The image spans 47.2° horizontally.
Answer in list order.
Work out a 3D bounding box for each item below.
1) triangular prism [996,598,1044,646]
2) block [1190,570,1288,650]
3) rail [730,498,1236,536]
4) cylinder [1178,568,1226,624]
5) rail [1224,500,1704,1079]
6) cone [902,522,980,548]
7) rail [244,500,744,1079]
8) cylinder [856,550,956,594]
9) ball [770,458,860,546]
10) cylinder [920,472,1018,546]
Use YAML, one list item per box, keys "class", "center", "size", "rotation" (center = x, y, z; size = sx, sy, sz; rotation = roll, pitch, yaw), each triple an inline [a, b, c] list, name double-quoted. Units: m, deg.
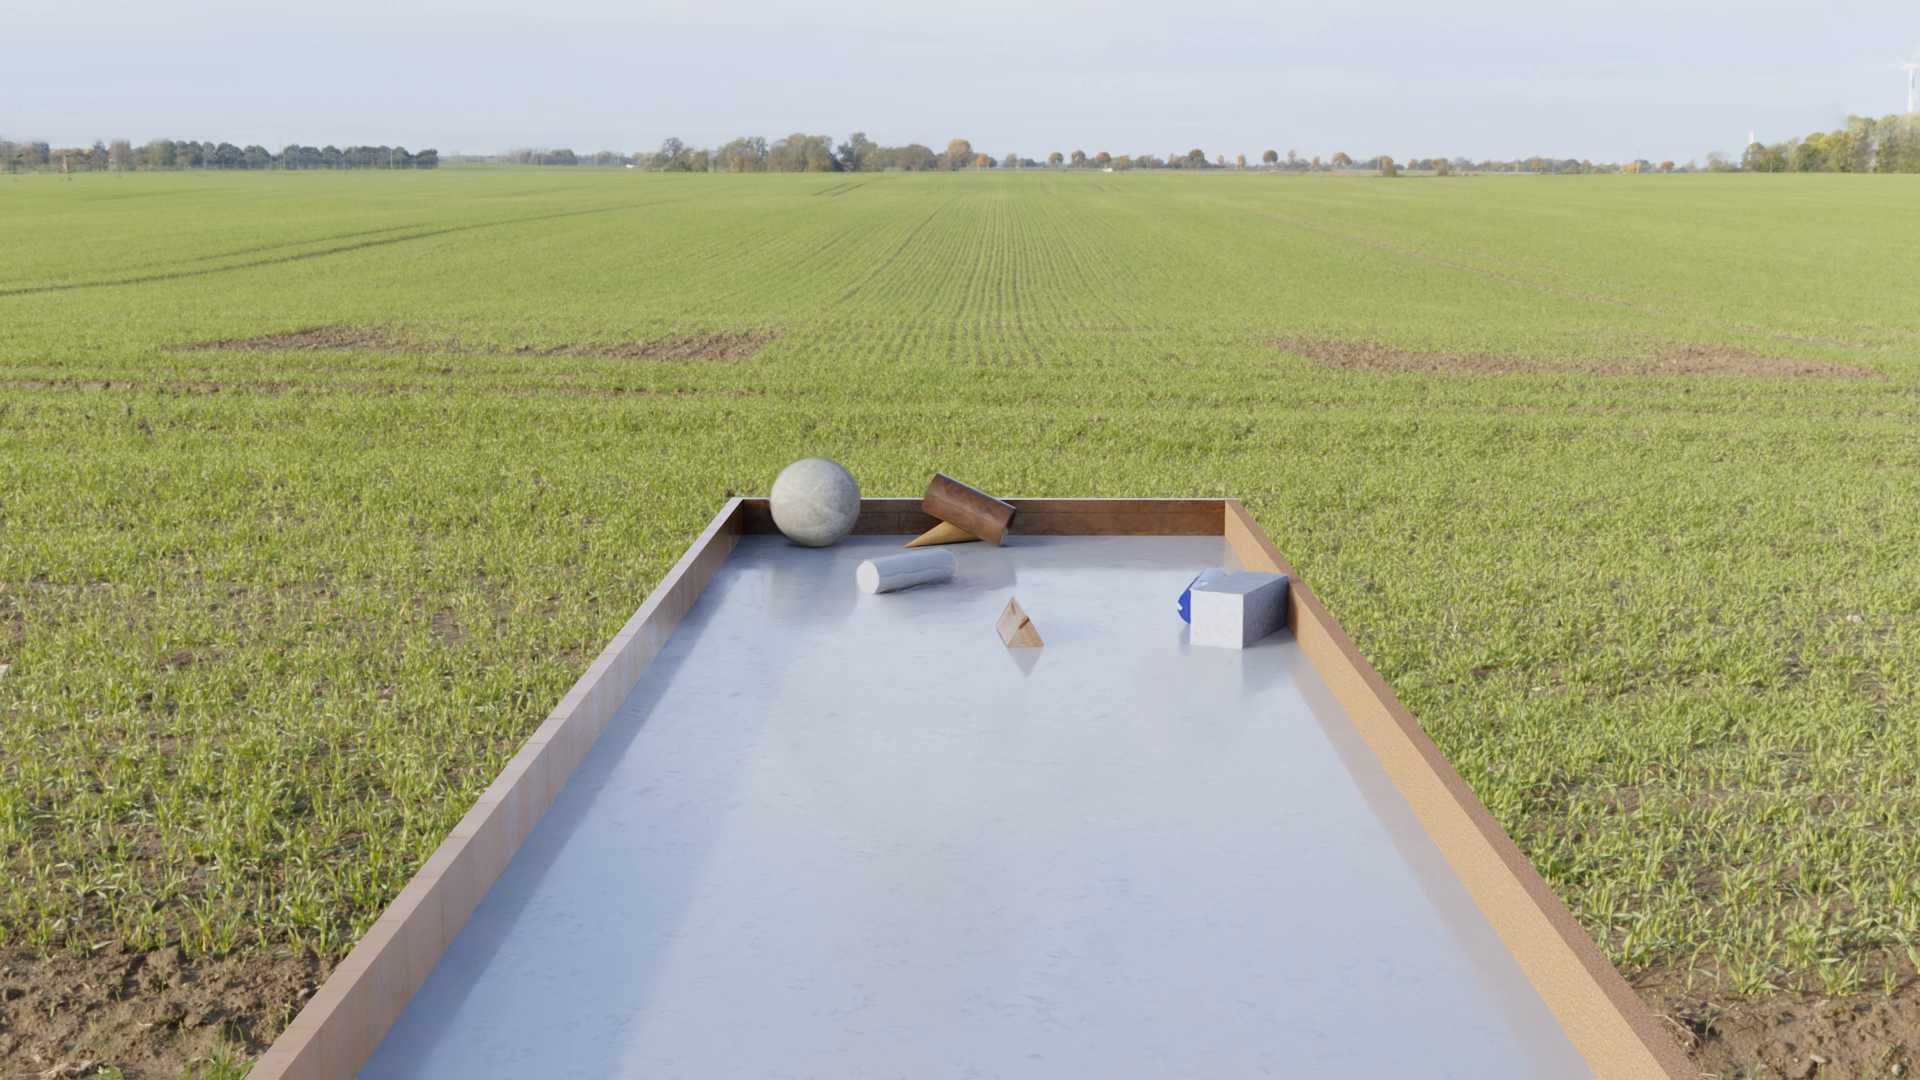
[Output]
- class: "triangular prism"
  center: [0.191, 0.258, 7.043]
  size: [0.115, 0.100, 0.329]
  rotation: [-1, 9, -6]
- class: "block"
  center: [0.900, 0.221, 7.066]
  size: [0.173, 0.173, 0.418]
  rotation: [5, 10, 27]
- class: "rail"
  center: [0.099, -0.098, 9.147]
  size: [2.100, 0.150, 0.050]
  rotation: [0, 9, 1]
- class: "cylinder"
  center: [0.826, 0.188, 7.440]
  size: [0.121, 0.121, 0.425]
  rotation: [2, 9, 14]
- class: "rail"
  center: [1.046, 0.843, 3.208]
  size: [0.050, 0.150, 12.000]
  rotation: [0, 9, 1]
- class: "cone"
  center: [-0.090, -0.018, 8.901]
  size: [0.384, 0.142, 0.142]
  rotation: [-19, 19, -34]
- class: "rail"
  center: [-1.004, 0.839, 3.234]
  size: [0.050, 0.150, 12.000]
  rotation: [0, 9, 1]
- class: "cylinder"
  center: [-0.192, 0.114, 7.922]
  size: [0.116, 0.116, 0.380]
  rotation: [9, 13, 44]
- class: "ball"
  center: [-0.582, -0.152, 8.819]
  size: [0.360, 0.360, 0.360]
  rotation: [0, 9, 0]
- class: "cylinder"
  center: [0.036, -0.124, 8.850]
  size: [0.349, 0.171, 0.171]
  rotation: [25, 13, 7]
